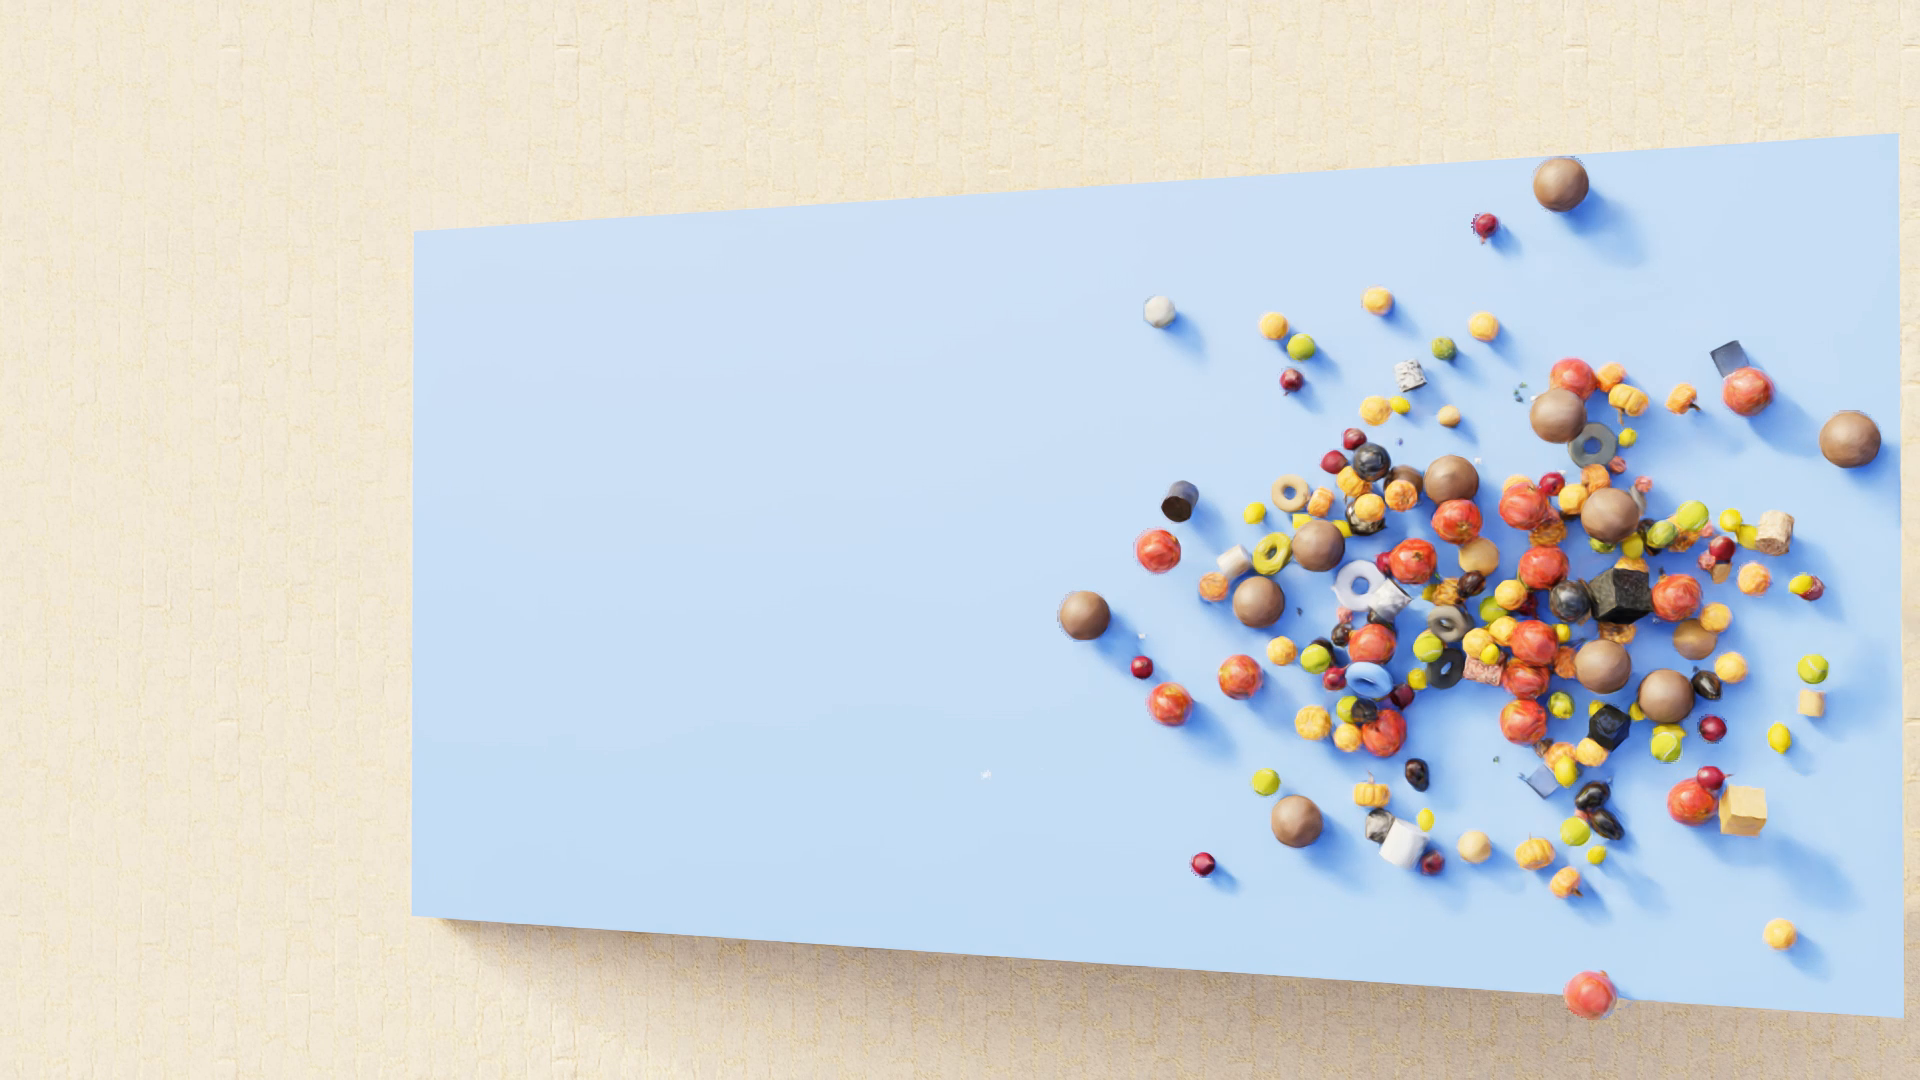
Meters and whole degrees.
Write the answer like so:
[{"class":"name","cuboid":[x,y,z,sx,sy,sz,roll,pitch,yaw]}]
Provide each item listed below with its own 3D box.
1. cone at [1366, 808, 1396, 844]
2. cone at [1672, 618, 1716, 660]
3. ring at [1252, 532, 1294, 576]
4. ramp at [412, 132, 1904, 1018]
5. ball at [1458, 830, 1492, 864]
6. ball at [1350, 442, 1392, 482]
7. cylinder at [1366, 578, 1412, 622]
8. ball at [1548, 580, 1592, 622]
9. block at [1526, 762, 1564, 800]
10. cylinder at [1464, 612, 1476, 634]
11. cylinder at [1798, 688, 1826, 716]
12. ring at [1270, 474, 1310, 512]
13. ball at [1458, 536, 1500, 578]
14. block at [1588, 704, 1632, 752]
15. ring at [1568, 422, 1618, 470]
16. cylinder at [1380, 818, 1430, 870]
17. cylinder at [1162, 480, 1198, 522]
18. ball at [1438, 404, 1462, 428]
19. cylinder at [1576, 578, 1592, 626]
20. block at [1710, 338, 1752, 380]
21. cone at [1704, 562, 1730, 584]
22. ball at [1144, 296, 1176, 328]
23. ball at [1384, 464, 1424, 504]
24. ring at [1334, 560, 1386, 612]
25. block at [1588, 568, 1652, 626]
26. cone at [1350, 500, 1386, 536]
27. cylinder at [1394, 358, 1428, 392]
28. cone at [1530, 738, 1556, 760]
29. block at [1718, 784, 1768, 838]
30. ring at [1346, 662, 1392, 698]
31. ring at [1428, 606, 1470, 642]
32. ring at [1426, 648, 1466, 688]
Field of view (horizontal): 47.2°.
[{"class":"cone","cuboid":[1.004,0.710,5.336,0.092,0.092,0.092,11,109,35]},{"class":"cone","cuboid":[1.695,0.231,5.083,0.098,0.098,0.098,0,89,21]},{"class":"ring","cuboid":[0.776,0.034,5.449,0.039,0.117,0.117,34,89,-34]},{"class":"ramp","cuboid":[0.282,0.087,5.743,4.000,0.100,2.000,0,89,21]},{"class":"ball","cuboid":[1.233,0.735,5.266,0.081,0.081,0.081,0,89,0]},{"class":"ball","cuboid":[0.986,-0.186,5.277,0.096,0.096,0.096,0,89,0]},{"class":"cylinder","cuboid":[1.034,0.145,5.293,0.077,0.077,0.077,41,103,0]},{"class":"ball","cuboid":[1.416,0.143,5.106,0.096,0.096,0.096,0,89,0]},{"class":"block","cuboid":[1.388,0.571,5.218,0.060,0.060,0.060,45,105,16]},{"class":"cylinder","cuboid":[1.202,0.205,5.290,0.053,0.053,0.053,-8,89,-44]},{"class":"cylinder","cuboid":[1.940,0.370,5.007,0.055,0.055,0.055,6,94,0]},{"class":"ring","cuboid":[0.821,-0.117,5.464,0.098,0.033,0.098,0,91,21]},{"class":"ball","cuboid":[1.242,0.041,5.262,0.098,0.098,0.098,0,89,0]},{"class":"block","cuboid":[1.517,0.438,5.138,0.066,0.066,0.066,-32,45,-29]},{"class":"ring","cuboid":[1.495,-0.221,5.199,0.115,0.038,0.115,0,90,20]},{"class":"cylinder","cuboid":[1.073,0.735,5.303,0.091,0.091,0.091,24,99,0]},{"class":"cylinder","cuboid":[0.554,-0.097,5.527,0.077,0.077,0.077,11,126,15]},{"class":"ball","cuboid":[1.182,-0.298,5.312,0.056,0.056,0.056,0,89,0]},{"class":"cylinder","cuboid":[1.464,0.146,5.183,0.082,0.082,0.082,42,92,0]},{"class":"block","cuboid":[1.778,-0.416,5.075,0.068,0.068,0.068,-27,80,19]},{"class":"cone","cuboid":[1.747,0.066,5.103,0.056,0.056,0.056,-18,127,-25]},{"class":"ball","cuboid":[0.506,-0.576,5.566,0.081,0.081,0.081,0,89,0]},{"class":"ball","cuboid":[1.071,-0.135,5.314,0.096,0.096,0.096,0,89,0]},{"class":"ring","cuboid":[0.982,0.114,5.393,0.128,0.043,0.128,0,90,20]},{"class":"block","cuboid":[1.528,0.131,5.091,0.097,0.097,0.097,8,66,-17]},{"class":"cone","cuboid":[1.009,-0.041,5.327,0.090,0.090,0.090,-5,105,-20]},{"class":"cylinder","cuboid":[1.094,-0.400,5.344,0.065,0.065,0.065,-17,83,0]},{"class":"cone","cuboid":[1.397,0.486,5.236,0.052,0.052,0.052,-31,89,-9]},{"class":"block","cuboid":[1.767,0.612,4.964,0.080,0.080,0.080,6,51,4]},{"class":"ring","cuboid":[0.987,0.338,5.298,0.116,0.116,0.039,30,57,0]},{"class":"ring","cuboid":[1.164,0.200,5.243,0.103,0.103,0.034,41,45,0]},{"class":"ring","cuboid":[1.170,0.309,5.294,0.108,0.036,0.108,-9,115,-21]}]
